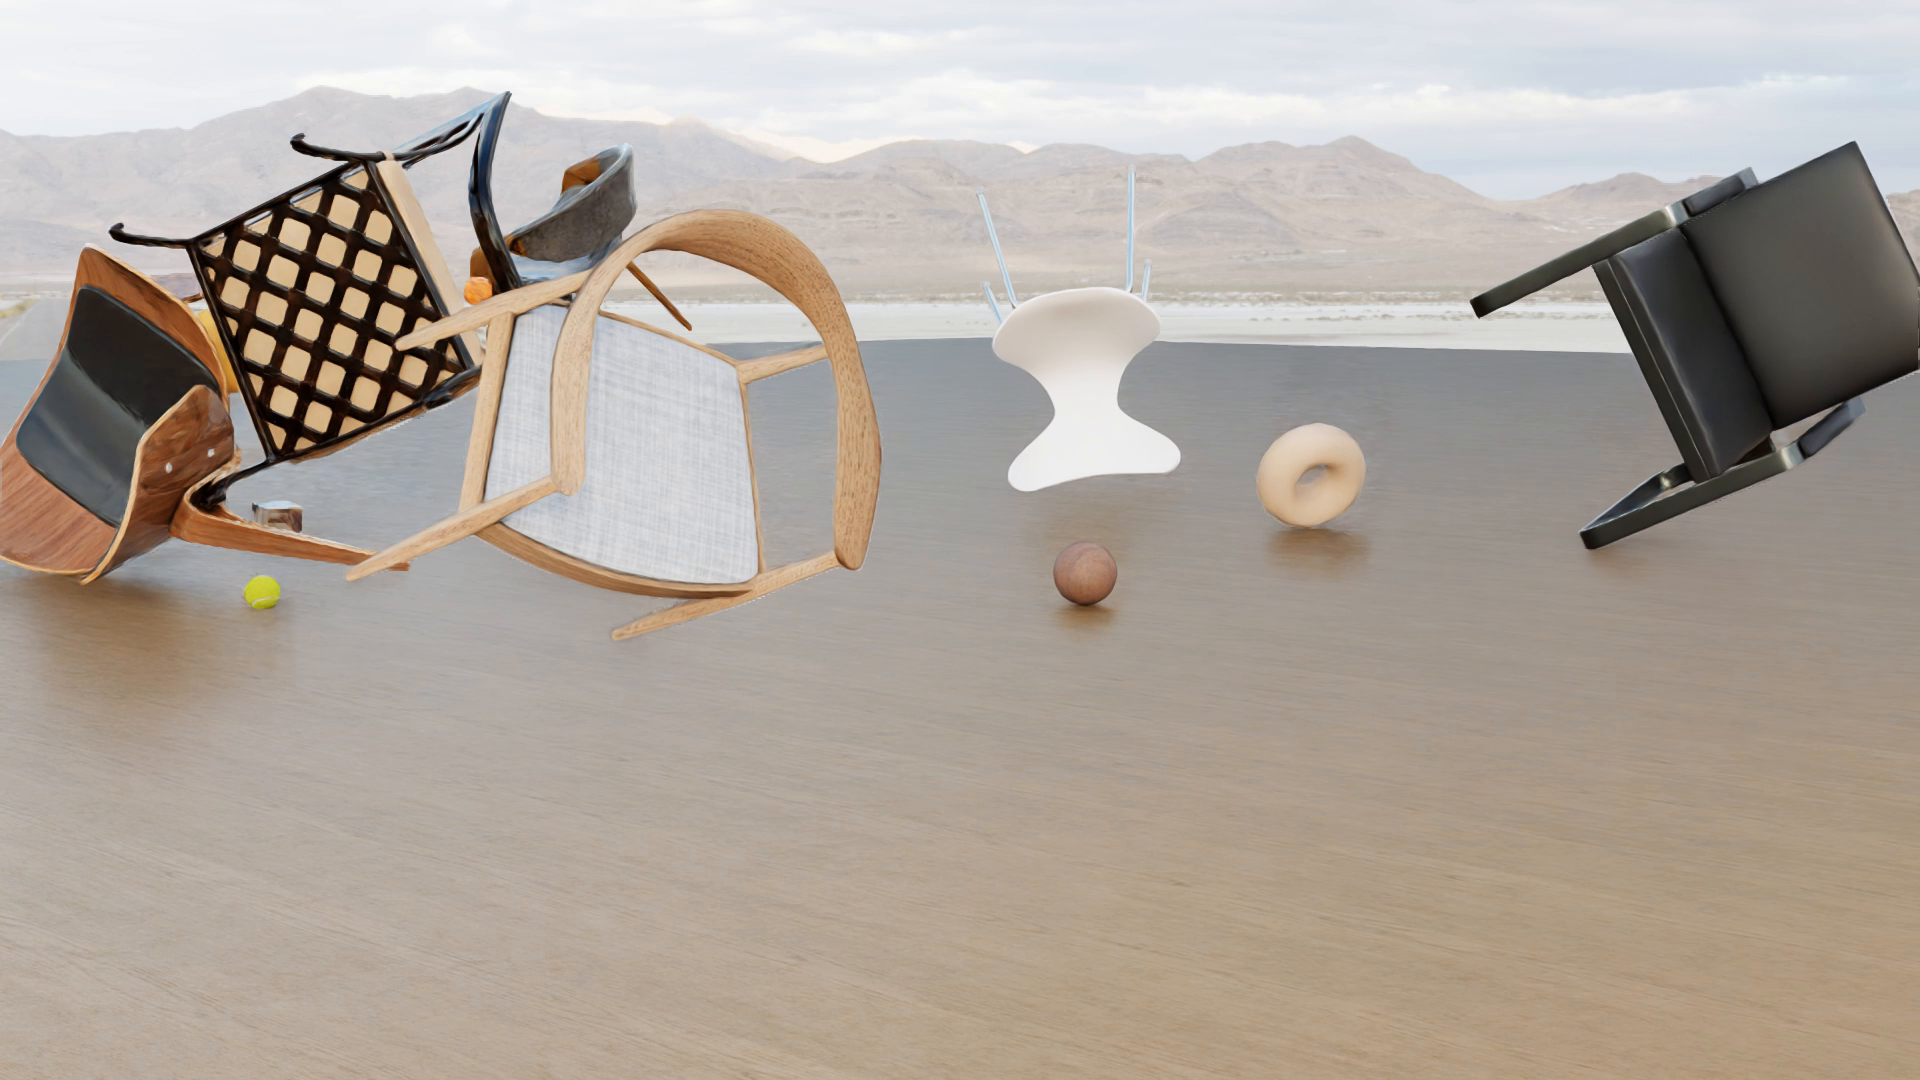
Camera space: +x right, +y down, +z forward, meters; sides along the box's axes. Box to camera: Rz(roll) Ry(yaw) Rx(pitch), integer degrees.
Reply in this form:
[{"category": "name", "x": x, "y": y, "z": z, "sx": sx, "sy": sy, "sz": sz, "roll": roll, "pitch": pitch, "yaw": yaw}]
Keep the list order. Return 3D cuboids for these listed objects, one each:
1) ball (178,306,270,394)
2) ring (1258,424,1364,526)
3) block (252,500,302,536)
[{"category": "ball", "x": -1.643, "y": -0.424, "z": 5.726, "sx": 0.197, "sy": 0.197, "sz": 0.197, "roll": 0, "pitch": 6, "yaw": 0}, {"category": "ring", "x": 0.907, "y": -0.166, "z": 6.623, "sx": 0.333, "sy": 0.288, "sz": 0.114, "roll": 45, "pitch": 11, "yaw": -47}, {"category": "block", "x": -1.732, "y": -0.057, "z": 6.510, "sx": 0.075, "sy": 0.066, "sz": 0.095, "roll": 17, "pitch": 17, "yaw": 41}]
